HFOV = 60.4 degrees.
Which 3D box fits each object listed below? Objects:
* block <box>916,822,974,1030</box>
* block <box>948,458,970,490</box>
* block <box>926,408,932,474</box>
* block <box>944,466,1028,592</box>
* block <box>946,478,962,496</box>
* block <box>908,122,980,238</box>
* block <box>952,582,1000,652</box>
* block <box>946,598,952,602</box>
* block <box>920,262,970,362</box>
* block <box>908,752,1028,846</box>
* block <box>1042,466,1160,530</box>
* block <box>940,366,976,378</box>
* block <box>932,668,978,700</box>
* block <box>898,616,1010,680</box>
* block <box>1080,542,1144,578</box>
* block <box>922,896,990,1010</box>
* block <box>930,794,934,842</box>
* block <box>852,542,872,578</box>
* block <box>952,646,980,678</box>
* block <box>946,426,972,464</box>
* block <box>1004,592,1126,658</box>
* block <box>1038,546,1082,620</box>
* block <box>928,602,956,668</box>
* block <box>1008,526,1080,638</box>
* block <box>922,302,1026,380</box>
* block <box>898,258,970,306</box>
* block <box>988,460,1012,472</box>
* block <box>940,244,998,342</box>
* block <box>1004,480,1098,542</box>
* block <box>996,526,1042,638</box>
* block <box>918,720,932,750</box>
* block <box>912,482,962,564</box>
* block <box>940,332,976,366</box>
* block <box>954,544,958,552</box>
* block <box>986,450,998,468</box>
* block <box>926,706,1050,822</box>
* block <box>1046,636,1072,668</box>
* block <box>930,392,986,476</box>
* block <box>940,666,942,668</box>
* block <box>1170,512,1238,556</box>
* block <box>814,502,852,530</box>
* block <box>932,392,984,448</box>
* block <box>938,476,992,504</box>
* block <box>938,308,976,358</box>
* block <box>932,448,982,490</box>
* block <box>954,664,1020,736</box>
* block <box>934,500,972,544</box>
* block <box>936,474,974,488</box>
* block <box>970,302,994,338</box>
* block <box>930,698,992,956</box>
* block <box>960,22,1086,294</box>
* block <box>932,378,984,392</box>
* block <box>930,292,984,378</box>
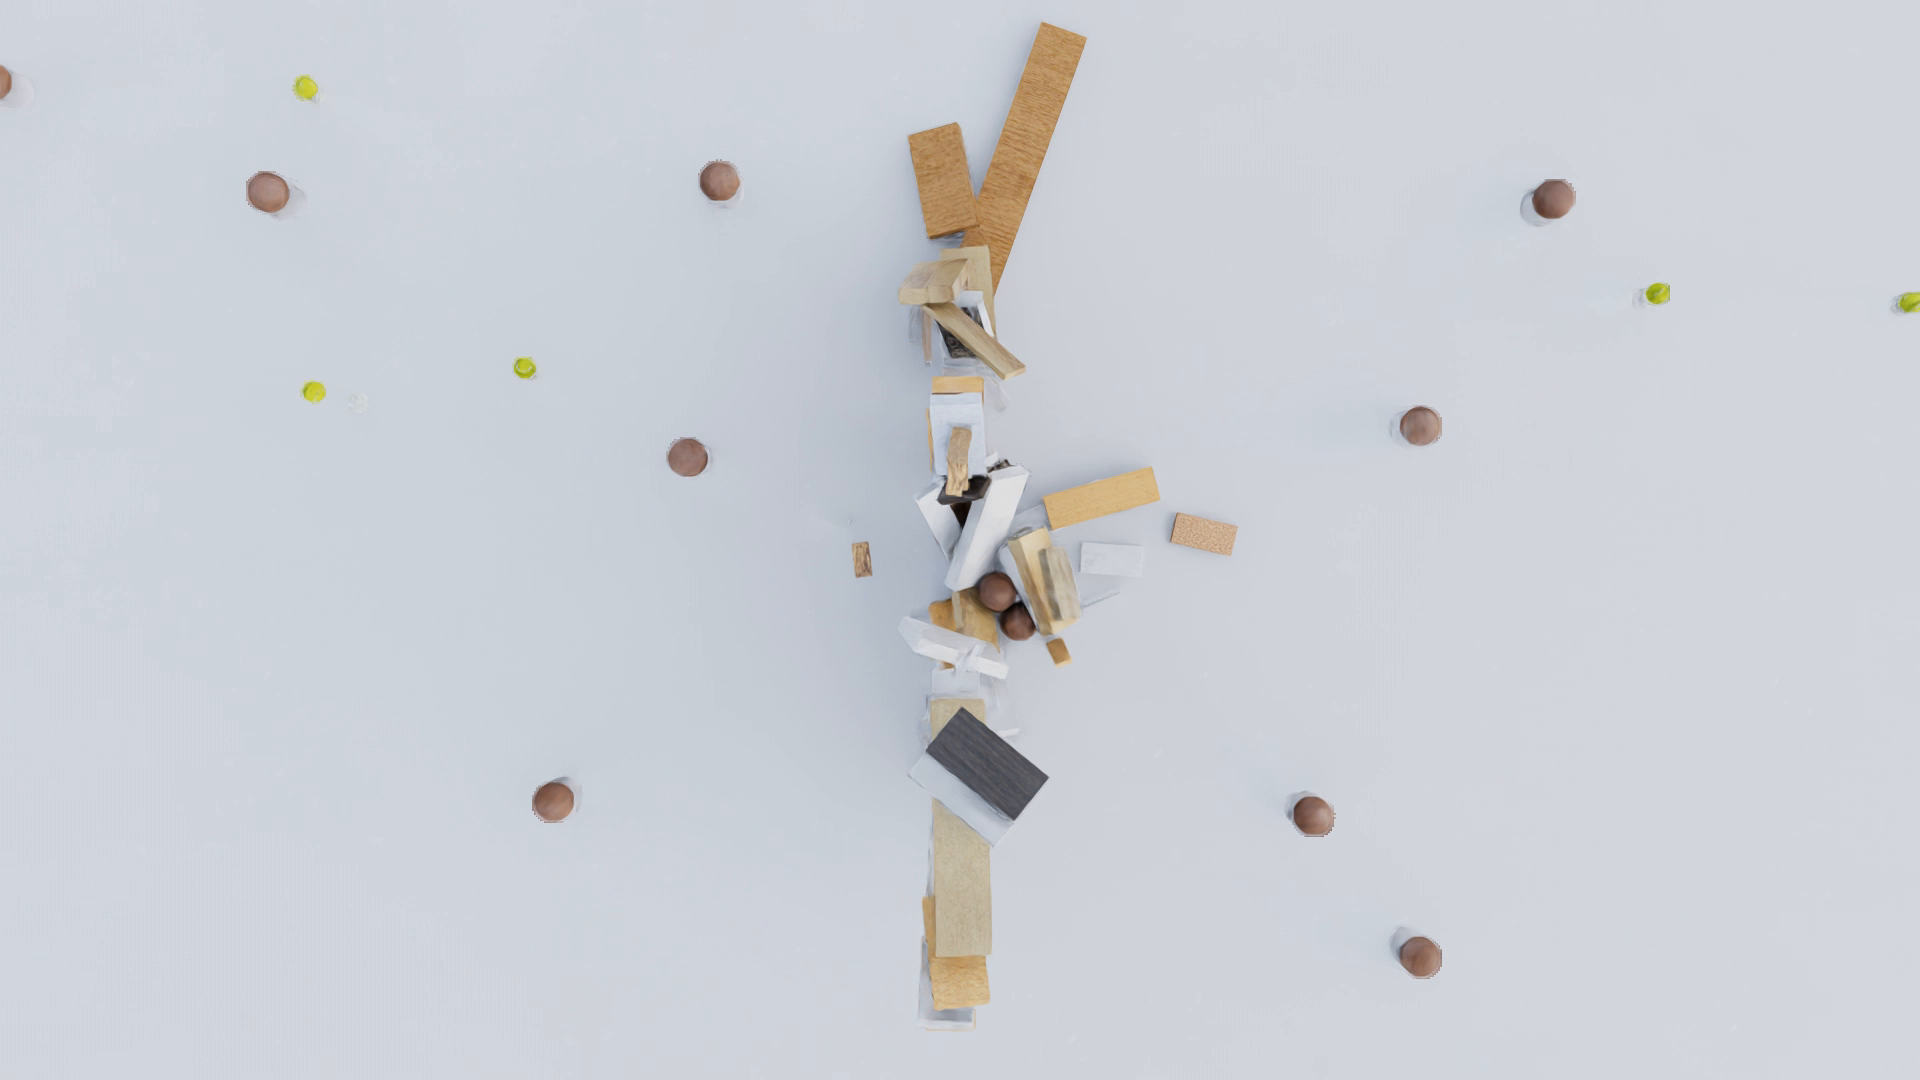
[{"bbox_3d":[-0.023,1.081,5.148,0.163,0.046,0.946,5,45,-1],"label":"block"},{"bbox_3d":[-0.005,-0.207,4.958,0.059,0.017,0.119,1,118,7],"label":"block"},{"bbox_3d":[-0.024,-0.316,5.363,0.154,0.309,0.044,-3,54,0],"label":"block"},{"bbox_3d":[0.084,-0.035,5.272,0.049,0.172,0.422,38,125,31],"label":"block"},{"bbox_3d":[-0.015,-0.181,4.992,0.047,0.013,0.095,6,114,5],"label":"block"},{"bbox_3d":[-0.052,-1.186,5.447,0.172,0.049,0.344,-12,88,15],"label":"block"},{"bbox_3d":[0.046,0.236,5.381,0.138,0.039,0.275,13,56,-35],"label":"block"},{"bbox_3d":[-0.011,0.275,5.468,0.079,0.022,0.158,3,74,0],"label":"block"},{"bbox_3d":[-0.045,-0.749,5.405,0.160,0.045,0.320,-1,102,10],"label":"block"},{"bbox_3d":[0.026,0.731,4.851,0.329,0.047,0.165,39,78,10],"label":"block"},{"bbox_3d":[0.468,-0.138,5.455,0.372,0.033,0.116,-16,90,0],"label":"block"},{"bbox_3d":[-0.005,-0.523,5.055,0.103,0.205,0.029,3,102,0],"label":"block"},{"bbox_3d":[-0.017,0.532,5.014,0.139,0.039,0.278,1,97,-1],"label":"block"},{"bbox_3d":[-0.018,0.337,5.156,0.329,0.165,0.047,19,105,-27],"label":"block"},{"bbox_3d":[0.505,0.065,5.486,0.204,0.029,0.102,4,90,0],"label":"block"},{"bbox_3d":[-0.013,1.200,4.832,0.163,0.046,0.327,-6,59,-3],"label":"block"},{"bbox_3d":[-0.003,0.805,4.964,0.163,0.046,0.327,-3,85,1],"label":"block"},{"bbox_3d":[-0.326,0.066,5.492,0.058,0.016,0.115,-7,90,0],"label":"block"},{"bbox_3d":[0.017,0.361,4.882,0.016,0.115,0.058,33,46,-9],"label":"block"},{"bbox_3d":[-0.002,-0.280,4.885,0.059,0.017,0.119,13,130,0],"label":"block"},{"bbox_3d":[0.351,0.284,5.492,0.422,0.016,0.058,-23,90,0],"label":"block"},{"bbox_3d":[0.323,0.141,5.341,0.033,0.116,0.232,-18,81,37],"label":"block"},{"bbox_3d":[0.012,0.414,5.353,0.138,0.039,0.450,-8,69,-12],"label":"block"},{"bbox_3d":[0.273,0.134,5.346,0.046,0.163,0.327,-18,93,37],"label":"block"},{"bbox_3d":[0.039,-0.619,5.015,0.080,0.023,0.412,-26,54,-29],"label":"block"},{"bbox_3d":[-0.079,-0.814,5.193,0.172,0.344,0.049,-3,113,10],"label":"block"},{"bbox_3d":[0.088,-0.158,5.484,0.232,0.033,0.116,-33,90,0],"label":"block"},{"bbox_3d":[0.030,-0.803,5.435,0.160,0.045,0.320,-4,102,5],"label":"block"},{"bbox_3d":[0.293,-0.074,5.486,0.411,0.029,0.102,-24,90,0],"label":"block"},{"bbox_3d":[0.248,0.135,5.391,0.046,0.163,0.327,-18,104,37],"label":"block"},{"bbox_3d":[-0.046,0.623,5.179,0.139,0.278,0.039,-6,66,3],"label":"block"},{"bbox_3d":[-0.046,-0.041,5.281,0.086,0.417,0.024,-33,53,-4],"label":"block"},{"bbox_3d":[-0.007,-0.613,5.082,0.103,0.205,0.029,2,135,-6],"label":"block"},{"bbox_3d":[0.002,0.053,5.365,0.045,0.013,0.091,-8,116,-32],"label":"block"},{"bbox_3d":[0.075,-0.242,5.124,0.095,0.047,0.013,-30,61,-17],"label":"block"},{"bbox_3d":[0.080,0.656,4.823,0.329,0.047,0.165,38,76,10],"label":"block"},{"bbox_3d":[0.328,0.371,5.450,0.058,0.115,0.016,-23,128,1],"label":"block"},{"bbox_3d":[-0.003,-0.313,4.925,0.154,0.308,0.044,-2,51,2],"label":"block"},{"bbox_3d":[-0.002,0.526,5.435,0.132,0.037,0.265,1,69,0],"label":"block"},{"bbox_3d":[0.811,-0.019,5.486,0.204,0.029,0.102,13,90,0],"label":"block"},{"bbox_3d":[-0.424,-0.081,5.492,0.115,0.016,0.058,21,90,0],"label":"block"},{"bbox_3d":[-0.007,-0.351,5.025,0.154,0.328,0.044,0,67,0],"label":"block"},{"bbox_3d":[0.013,-0.153,5.049,0.159,0.080,0.023,-7,132,35],"label":"block"},{"bbox_3d":[-0.001,-0.637,5.065,0.103,0.029,0.205,-7,46,-14],"label":"block"},{"bbox_3d":[-0.010,-0.297,5.206,0.154,0.044,0.309,-1,92,0],"label":"block"},{"bbox_3d":[0.085,0.498,5.255,0.138,0.039,0.275,-9,58,-13],"label":"block"},{"bbox_3d":[-0.008,-0.099,5.366,0.154,0.309,0.044,-1,51,0],"label":"block"},{"bbox_3d":[-0.011,-0.182,5.111,0.059,0.119,0.017,45,49,-27],"label":"block"},{"bbox_3d":[0.075,-0.656,5.126,0.023,0.080,0.159,-16,90,-14],"label":"block"},{"bbox_3d":[0.003,0.843,4.870,0.163,0.046,0.746,-2,75,0],"label":"block"},{"bbox_3d":[0.188,-1.253,5.477,0.160,0.045,0.927,20,90,0],"label":"block"},{"bbox_3d":[-0.004,-0.465,4.997,0.154,0.308,0.044,0,94,0],"label":"block"},{"bbox_3d":[-0.009,-0.616,5.188,0.163,0.046,0.327,-1,85,0],"label":"block"}]
